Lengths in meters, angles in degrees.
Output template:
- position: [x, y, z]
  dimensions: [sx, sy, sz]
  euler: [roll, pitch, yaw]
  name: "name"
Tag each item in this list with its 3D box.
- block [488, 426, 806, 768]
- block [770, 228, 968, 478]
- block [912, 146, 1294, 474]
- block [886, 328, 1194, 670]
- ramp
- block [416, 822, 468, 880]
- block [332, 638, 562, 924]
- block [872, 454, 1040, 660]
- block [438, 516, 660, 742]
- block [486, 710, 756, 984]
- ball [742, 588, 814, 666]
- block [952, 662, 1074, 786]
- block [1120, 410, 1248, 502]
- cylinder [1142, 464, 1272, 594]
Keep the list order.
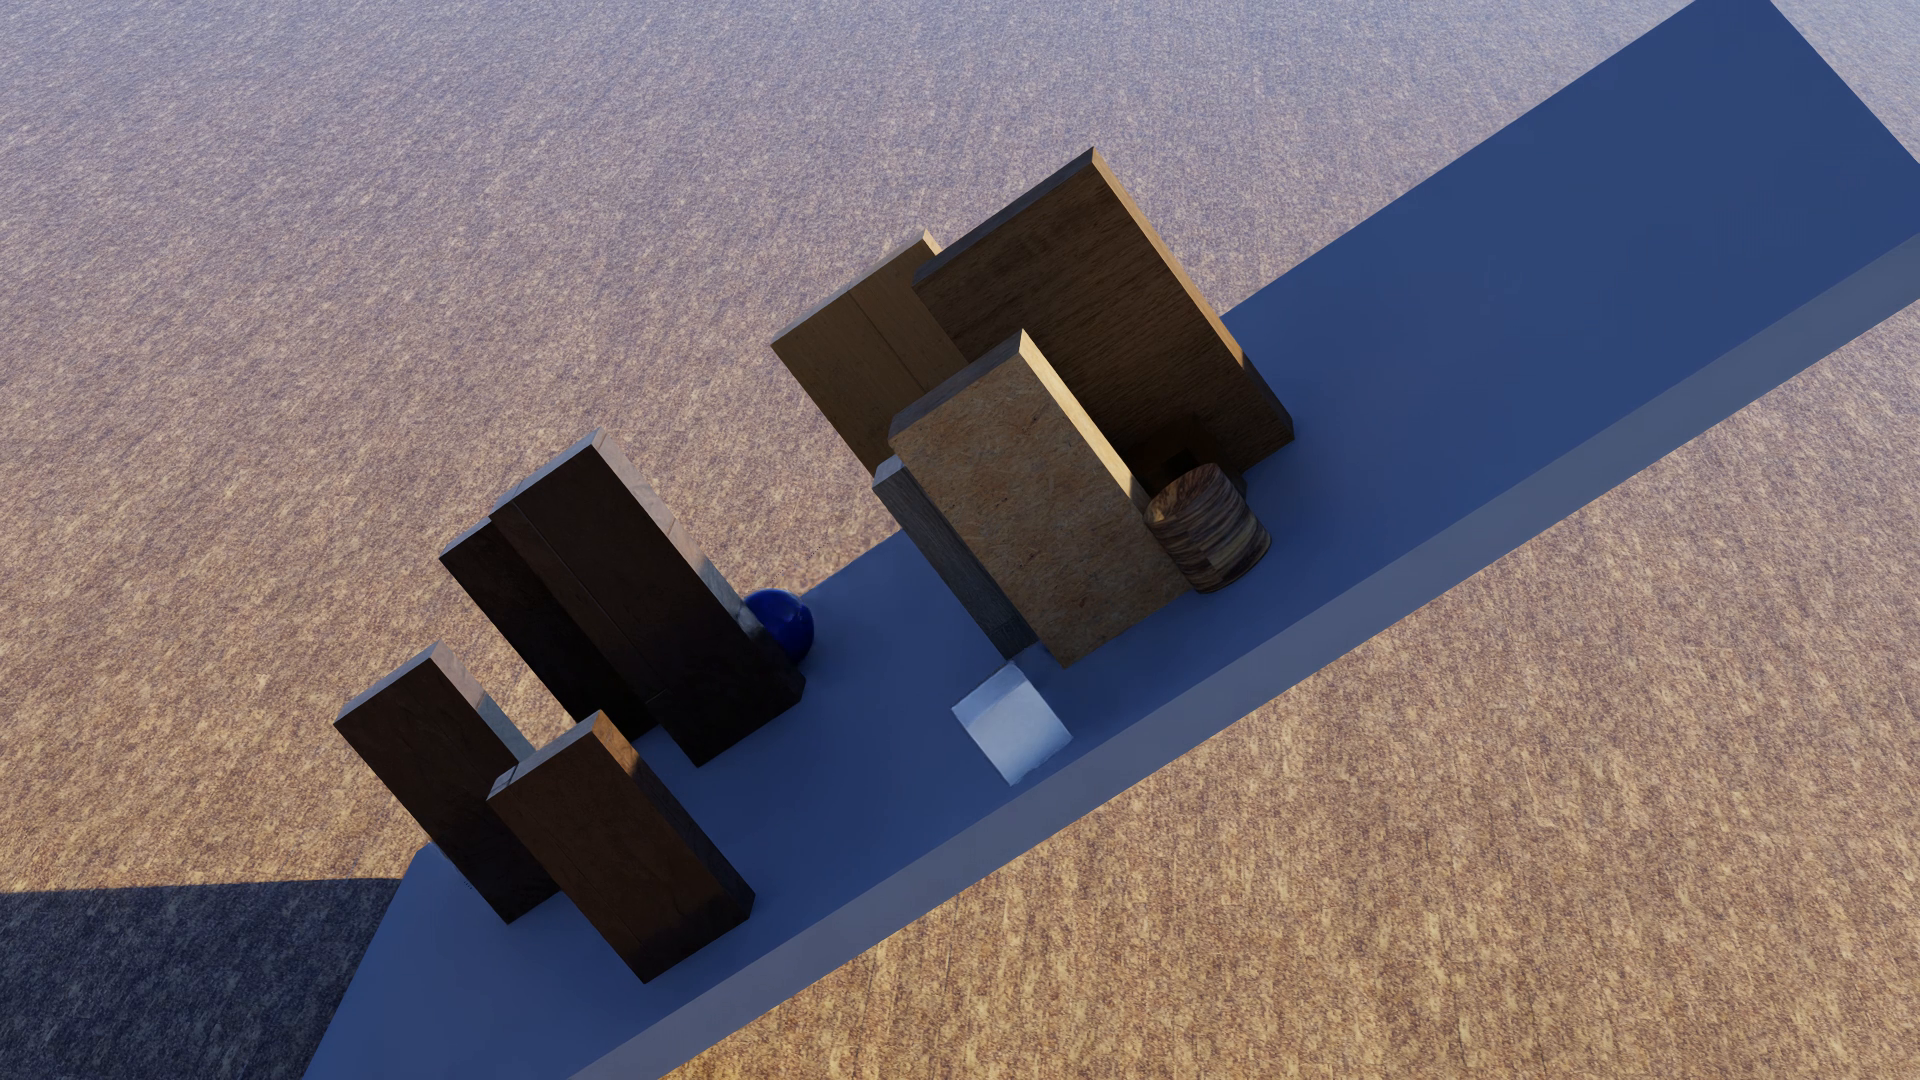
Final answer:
- position: [-0.705, 0.135, 6.681]
  dimensions: [0.300, 0.761, 0.119]
  euler: [-33, 16, 16]
  name: "block"
- position: [-0.072, -0.343, 6.875]
  dimensions: [0.444, 0.635, 0.084]
  euler: [-33, 16, 16]
  name: "block"
- position: [0.296, -0.381, 6.019]
  dimensions: [0.447, 0.711, 0.127]
  euler: [-33, 16, 16]
  name: "block"
- position: [0.162, -0.076, 5.693]
  dimensions: [0.311, 0.579, 0.143]
  euler: [-33, 16, 16]
  name: "block"
- position: [0.132, 0.177, 6.315]
  dimensions: [4.000, 0.100, 2.000]
  euler: [-33, 16, 16]
  name: "ramp"
- position: [-1.189, 0.712, 7.197]
  dimensions: [0.181, 0.181, 0.181]
  euler: [-41, 16, -13]
  name: "block"
- position: [-1.096, 0.549, 6.641]
  dimensions: [0.288, 0.616, 0.103]
  euler: [-33, 16, 16]
  name: "block"
- position: [0.121, -0.057, 5.952]
  dimensions: [0.394, 0.460, 0.129]
  euler: [-33, 16, 16]
  name: "block"
- position: [-0.963, 0.206, 7.249]
  dimensions: [0.271, 0.657, 0.092]
  euler: [-33, 16, 16]
  name: "block"
- position: [-0.659, 0.602, 5.746]
  dimensions: [0.264, 0.492, 0.098]
  euler: [-33, 16, 16]
  name: "block"
- position: [-0.444, 0.213, 6.929]
  dimensions: [0.201, 0.201, 0.201]
  euler: [0, 22, 0]
  name: "ball"
- position: [0.097, 0.341, 5.460]
  dimensions: [0.146, 0.146, 0.146]
  euler: [-38, 15, -1]
  name: "block"
- position: [0.436, -0.099, 5.876]
  dimensions: [0.192, 0.192, 0.192]
  euler: [-32, 16, 20]
  name: "block"
- position: [0.471, -0.022, 5.604]
  dimensions: [0.177, 0.177, 0.177]
  euler: [-35, 16, 11]
  name: "cylinder"
